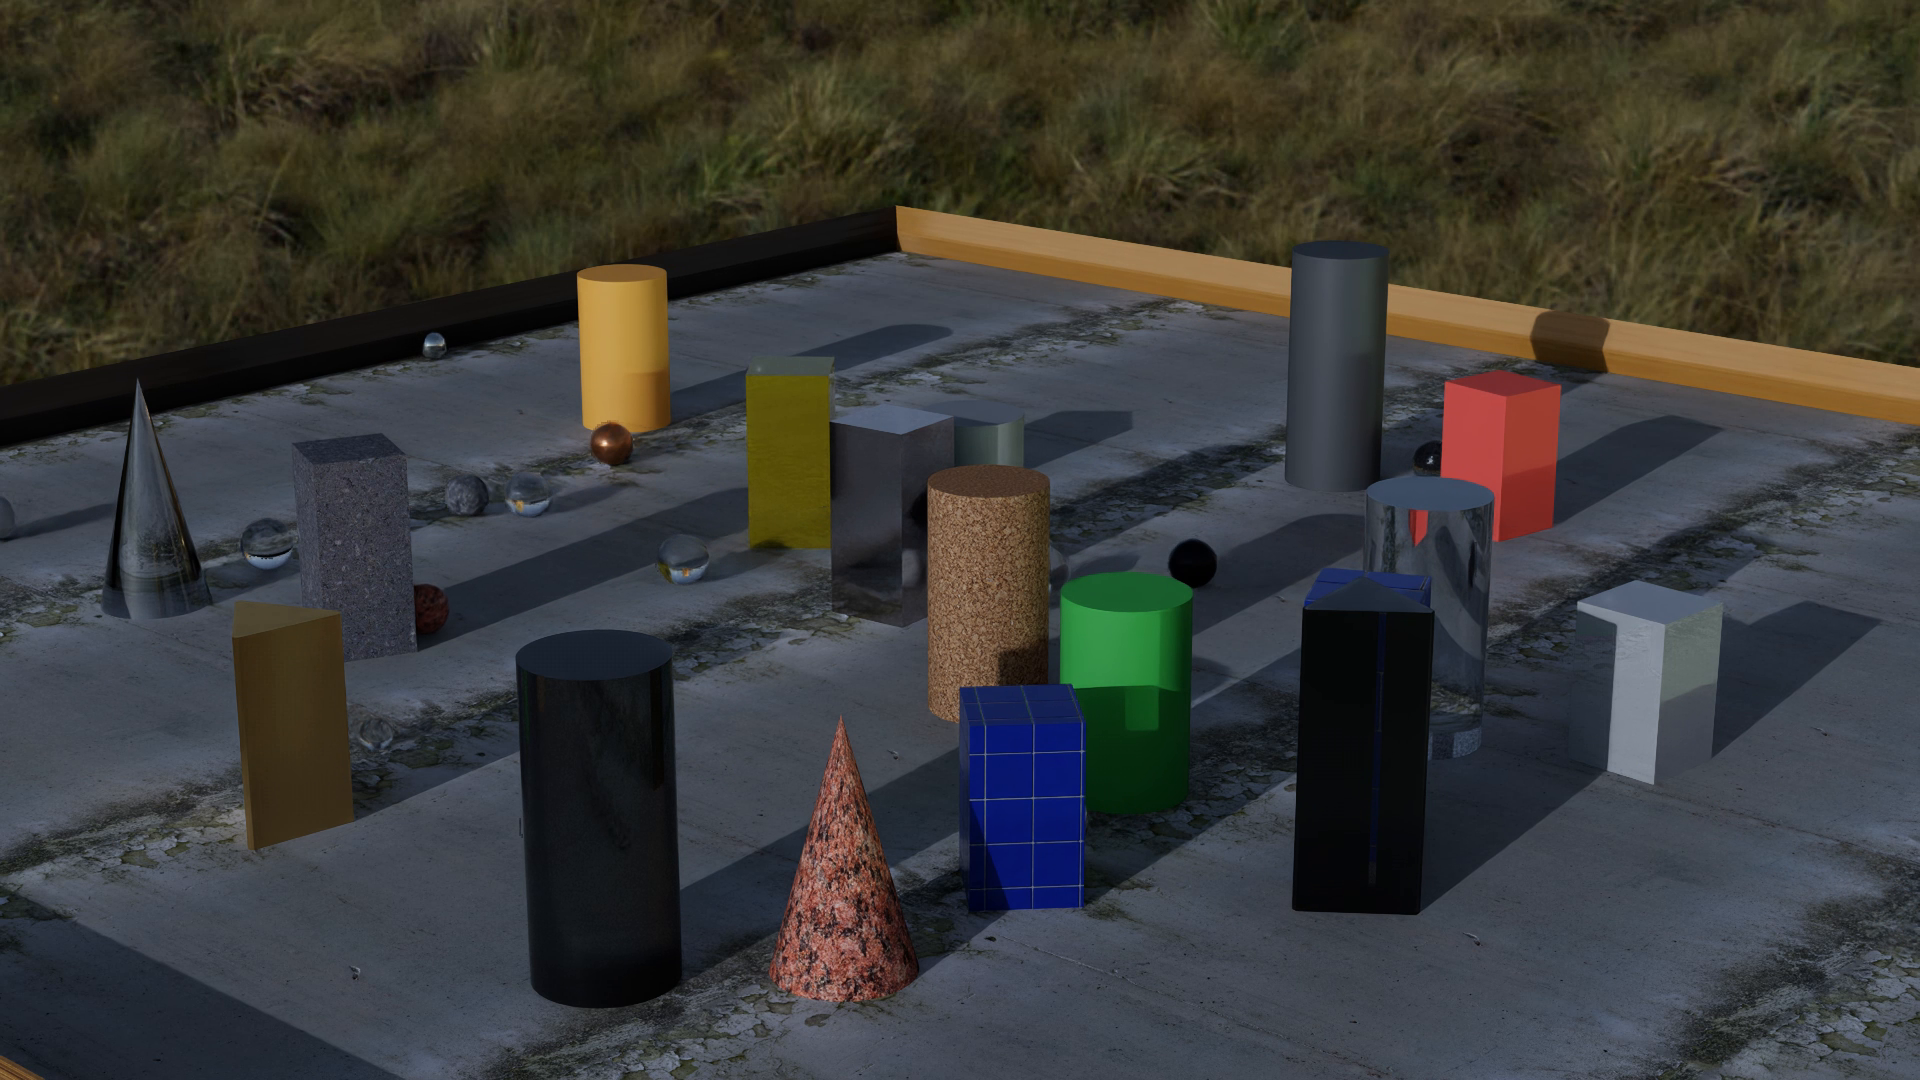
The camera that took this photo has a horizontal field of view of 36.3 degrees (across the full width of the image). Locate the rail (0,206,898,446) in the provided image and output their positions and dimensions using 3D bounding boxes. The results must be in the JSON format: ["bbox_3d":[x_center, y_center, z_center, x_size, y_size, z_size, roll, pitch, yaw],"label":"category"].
[{"bbox_3d":[-1.606,-0.373,6.456,0.045,0.122,4.418,14,22,39],"label":"rail"}]

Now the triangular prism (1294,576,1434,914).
[{"bbox_3d":[0.522,0.267,3.837,0.163,0.415,0.141,1,17,4],"label":"triangular prism"}]

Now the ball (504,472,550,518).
[{"bbox_3d":[-0.822,-0.087,5.573,0.088,0.088,0.088,0,17,0],"label":"ball"}]

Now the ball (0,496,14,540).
[{"bbox_3d":[-1.793,-0.041,5.415,0.090,0.090,0.090,0,17,0],"label":"ball"}]

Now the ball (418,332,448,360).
[{"bbox_3d":[-1.226,-0.452,6.820,0.065,0.065,0.065,0,17,0],"label":"ball"}]

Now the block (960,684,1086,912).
[{"bbox_3d":[0.081,0.338,3.872,0.150,0.257,0.150,-1,17,-5],"label":"block"}]

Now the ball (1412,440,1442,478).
[{"bbox_3d":[0.938,-0.152,5.786,0.089,0.089,0.089,0,17,0],"label":"ball"}]

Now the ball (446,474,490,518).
[{"bbox_3d":[-0.936,-0.084,5.575,0.081,0.081,0.081,0,17,0],"label":"ball"}]

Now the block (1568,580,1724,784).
[{"bbox_3d":[1.010,0.208,4.326,0.150,0.245,0.150,-15,23,-41],"label":"block"}]

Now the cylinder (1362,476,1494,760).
[{"bbox_3d":[0.695,0.116,4.388,0.188,0.386,0.188,0,17,0],"label":"cylinder"}]

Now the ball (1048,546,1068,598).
[{"bbox_3d":[0.142,0.055,5.092,0.094,0.094,0.094,0,17,0],"label":"ball"}]

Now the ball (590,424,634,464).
[{"bbox_3d":[-0.704,-0.194,5.933,0.085,0.085,0.085,0,17,0],"label":"ball"}]

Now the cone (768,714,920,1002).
[{"bbox_3d":[-0.145,0.373,3.615,0.188,0.339,0.188,0,17,0],"label":"cone"}]

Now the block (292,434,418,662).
[{"bbox_3d":[-0.994,0.013,4.812,0.150,0.337,0.150,-8,19,-24],"label":"block"}]

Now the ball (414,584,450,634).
[{"bbox_3d":[-0.897,0.115,4.914,0.083,0.083,0.083,0,17,0],"label":"ball"}]

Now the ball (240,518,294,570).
[{"bbox_3d":[-1.241,0.008,5.250,0.092,0.092,0.092,0,17,0],"label":"ball"}]

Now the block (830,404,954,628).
[{"bbox_3d":[-0.115,-0.043,4.997,0.150,0.337,0.150,12,20,34],"label":"block"}]

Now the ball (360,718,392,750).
[{"bbox_3d":[-0.874,0.291,4.391,0.048,0.048,0.048,0,17,0],"label":"ball"}]

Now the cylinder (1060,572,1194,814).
[{"bbox_3d":[0.237,0.217,4.198,0.188,0.301,0.188,0,17,0],"label":"cylinder"}]

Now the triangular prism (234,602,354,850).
[{"bbox_3d":[-0.960,0.248,4.085,0.163,0.308,0.141,-15,22,-40],"label":"triangular prism"}]

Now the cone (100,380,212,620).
[{"bbox_3d":[-1.392,-0.084,5.021,0.188,0.401,0.188,0,17,0],"label":"cone"}]

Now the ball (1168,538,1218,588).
[{"bbox_3d":[0.409,0.041,5.152,0.086,0.086,0.086,0,17,0],"label":"ball"}]

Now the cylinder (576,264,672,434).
[{"bbox_3d":[-0.712,-0.407,6.223,0.188,0.324,0.188,0,17,0],"label":"cylinder"}]

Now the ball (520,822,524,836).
[{"bbox_3d":[-0.580,0.395,4.041,0.052,0.052,0.052,0,17,0],"label":"ball"}]

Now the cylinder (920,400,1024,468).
[{"bbox_3d":[0.019,-0.083,5.206,0.188,0.293,0.188,0,17,0],"label":"cylinder"}]

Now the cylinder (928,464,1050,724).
[{"bbox_3d":[0.044,0.084,4.531,0.188,0.364,0.188,0,17,0],"label":"cylinder"}]

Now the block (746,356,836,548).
[{"bbox_3d":[-0.310,-0.162,5.411,0.150,0.326,0.150,0,17,2],"label":"block"}]

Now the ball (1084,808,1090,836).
[{"bbox_3d":[0.151,0.390,4.047,0.058,0.058,0.058,0,17,0],"label":"ball"}]

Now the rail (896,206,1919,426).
[{"bbox_3d":[1.433,-0.447,6.700,4.302,0.122,0.045,14,22,39],"label":"rail"}]

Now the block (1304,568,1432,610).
[{"bbox_3d":[0.557,0.236,4.042,0.150,0.356,0.150,5,17,16],"label":"block"}]

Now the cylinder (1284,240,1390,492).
[{"bbox_3d":[0.741,-0.342,5.768,0.188,0.463,0.188,0,17,0],"label":"cylinder"}]

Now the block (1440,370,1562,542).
[{"bbox_3d":[1.008,-0.159,5.484,0.150,0.277,0.150,-13,21,-36],"label":"block"}]

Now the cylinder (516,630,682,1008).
[{"bbox_3d":[-0.440,0.339,3.585,0.188,0.422,0.188,0,17,0],"label":"cylinder"}]

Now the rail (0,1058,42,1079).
[{"bbox_3d":[-1.433,0.508,3.541,4.302,0.122,0.045,14,22,39],"label":"rail"}]

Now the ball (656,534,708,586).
[{"bbox_3d":[-0.489,0.034,5.166,0.092,0.092,0.092,0,17,0],"label":"ball"}]
